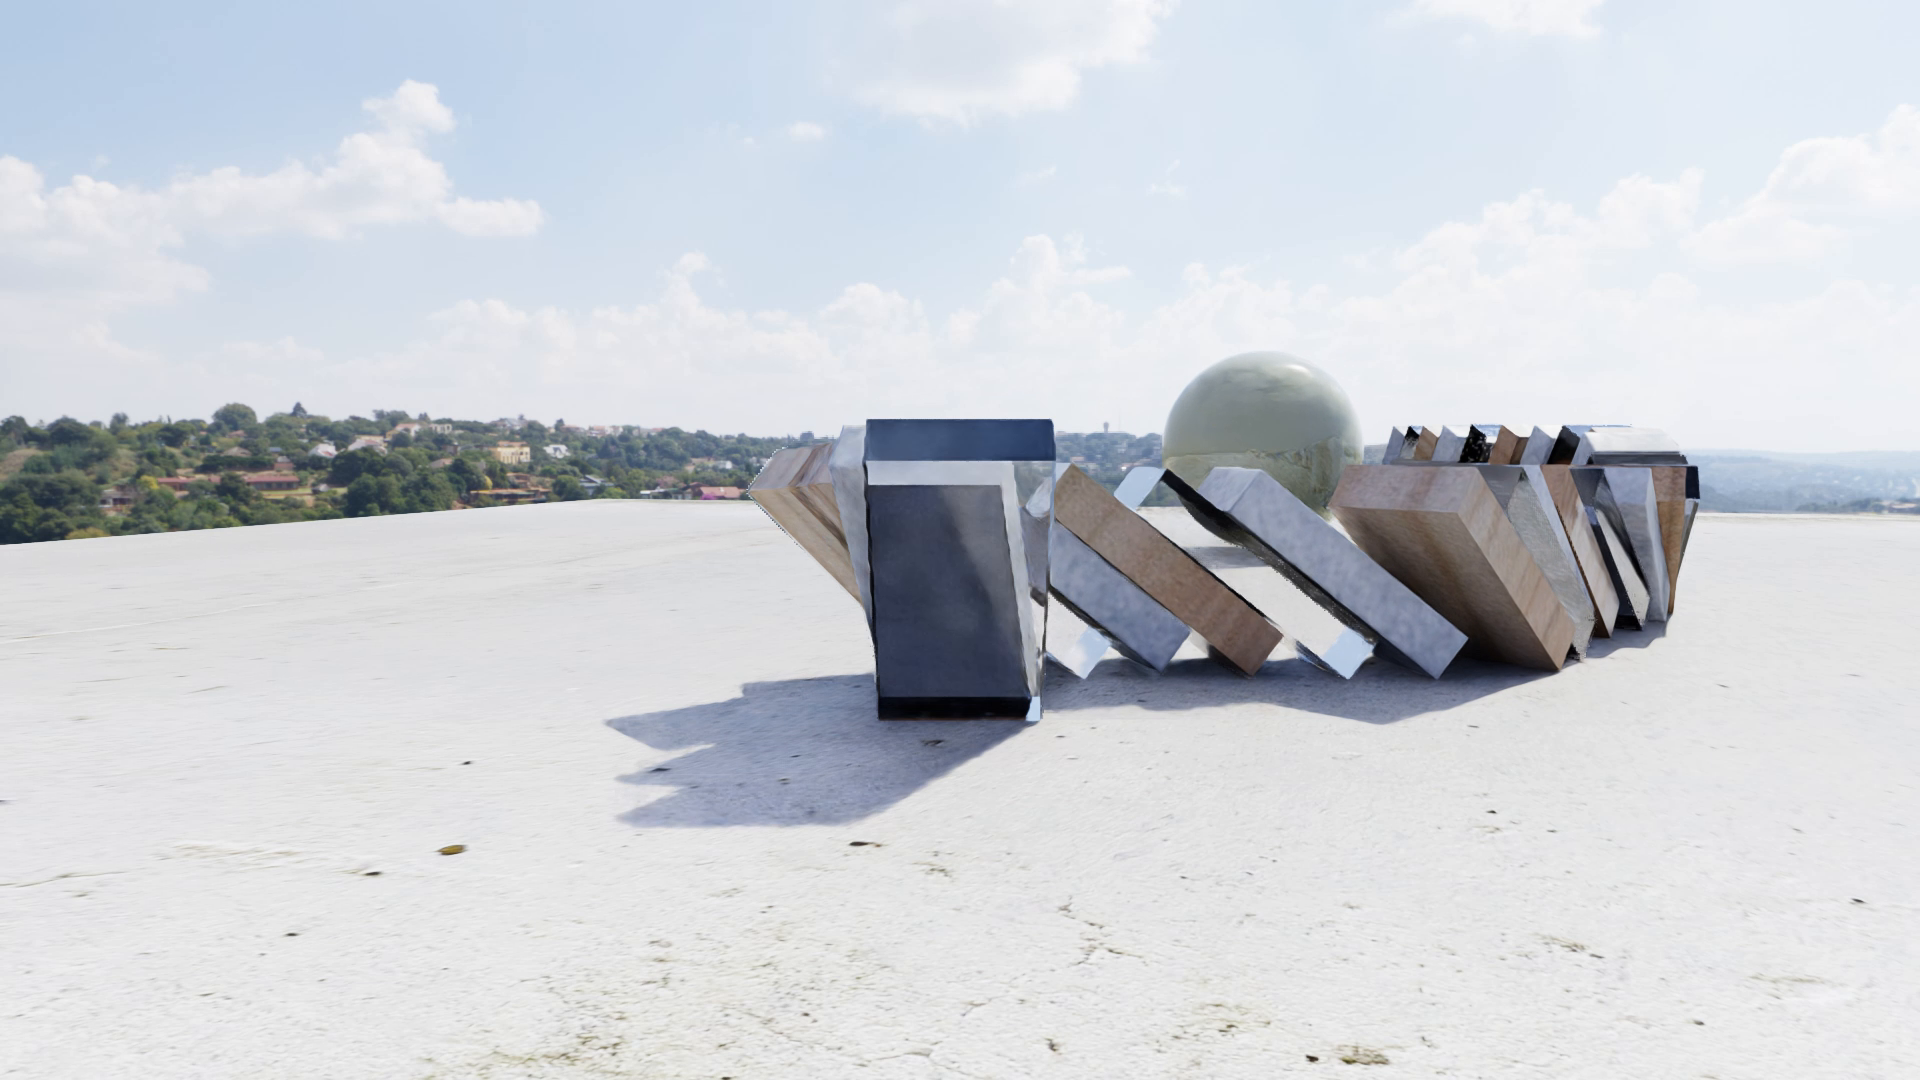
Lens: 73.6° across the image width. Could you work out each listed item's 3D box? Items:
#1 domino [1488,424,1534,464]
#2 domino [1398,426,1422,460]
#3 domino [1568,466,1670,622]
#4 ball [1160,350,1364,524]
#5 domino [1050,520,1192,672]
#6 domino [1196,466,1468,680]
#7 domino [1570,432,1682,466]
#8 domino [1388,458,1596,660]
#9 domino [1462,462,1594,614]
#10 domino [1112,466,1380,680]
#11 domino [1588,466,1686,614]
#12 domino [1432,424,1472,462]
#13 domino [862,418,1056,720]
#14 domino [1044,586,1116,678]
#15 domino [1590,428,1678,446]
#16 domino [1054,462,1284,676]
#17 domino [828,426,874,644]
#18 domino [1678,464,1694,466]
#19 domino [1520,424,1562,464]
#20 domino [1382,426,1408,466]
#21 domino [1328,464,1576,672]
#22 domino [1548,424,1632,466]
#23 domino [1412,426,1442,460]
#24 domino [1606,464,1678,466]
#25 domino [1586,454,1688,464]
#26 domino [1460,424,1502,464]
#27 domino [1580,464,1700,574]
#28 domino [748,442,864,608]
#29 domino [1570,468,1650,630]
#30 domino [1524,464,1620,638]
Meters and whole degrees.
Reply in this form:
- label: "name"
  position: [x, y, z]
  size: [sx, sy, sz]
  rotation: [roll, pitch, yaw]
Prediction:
- label: "domino"
  position: [0.191, -0.015, 0.439]
  size: [0.025, 0.050, 0.009]
  rotation: [-1, 31, -15]
- label: "domino"
  position: [0.173, -0.018, 0.478]
  size: [0.025, 0.050, 0.009]
  rotation: [-1, 31, -15]
- label: "domino"
  position: [0.148, 0.002, 0.298]
  size: [0.025, 0.009, 0.050]
  rotation: [3, -31, 36]
- label: "ball"
  position: [0.122, -0.036, 0.519]
  size: [0.080, 0.080, 0.080]
  rotation: [0, 4, 0]
- label: "domino"
  position: [0.018, 0.004, 0.240]
  size: [0.050, 0.010, 0.025]
  rotation: [38, -4, -8]
- label: "domino"
  position: [0.068, 0.005, 0.240]
  size: [0.050, 0.009, 0.025]
  rotation: [38, -1, -9]
- label: "domino"
  position: [0.196, -0.010, 0.390]
  size: [0.025, 0.050, 0.009]
  rotation: [0, 41, 0]
- label: "domino"
  position: [0.102, 0.004, 0.248]
  size: [0.025, 0.010, 0.050]
  rotation: [9, -29, 47]
- label: "domino"
  position: [0.111, 0.003, 0.263]
  size: [0.025, 0.009, 0.050]
  rotation: [6, -31, 42]
- label: "domino"
  position: [0.052, 0.005, 0.240]
  size: [0.050, 0.010, 0.025]
  rotation: [38, 0, -7]
- label: "domino"
  position: [0.160, 0.000, 0.311]
  size: [0.025, 0.009, 0.050]
  rotation: [3, -31, 27]
- label: "domino"
  position: [0.178, -0.016, 0.457]
  size: [0.025, 0.050, 0.010]
  rotation: [-1, 31, -15]
- label: "domino"
  position: [0.000, 0.006, 0.185]
  size: [0.025, 0.050, 0.010]
  rotation: [0, 41, 0]
- label: "domino"
  position: [0.004, 0.005, 0.239]
  size: [0.050, 0.009, 0.025]
  rotation: [39, -4, -12]
- label: "domino"
  position: [0.203, -0.012, 0.406]
  size: [0.025, 0.050, 0.010]
  rotation: [-1, 37, -15]
- label: "domino"
  position: [0.035, 0.005, 0.240]
  size: [0.050, 0.009, 0.025]
  rotation: [38, -2, -7]
- label: "domino"
  position: [-0.003, 0.005, 0.201]
  size: [0.025, 0.050, 0.009]
  rotation: [1, 43, 12]
- label: "domino"
  position: [0.184, -0.003, 0.357]
  size: [0.025, 0.009, 0.050]
  rotation: [1, -32, 12]
- label: "domino"
  position: [0.197, -0.014, 0.429]
  size: [0.025, 0.050, 0.009]
  rotation: [-1, 32, -15]
- label: "domino"
  position: [0.171, -0.019, 0.488]
  size: [0.025, 0.050, 0.009]
  rotation: [-1, 31, -15]
- label: "domino"
  position: [0.092, 0.005, 0.238]
  size: [0.025, 0.010, 0.050]
  rotation: [6, -31, 50]
- label: "domino"
  position: [0.201, -0.013, 0.419]
  size: [0.025, 0.050, 0.010]
  rotation: [-1, 32, -14]
- label: "domino"
  position: [0.175, -0.017, 0.468]
  size: [0.025, 0.050, 0.010]
  rotation: [-1, 31, -15]
- label: "domino"
  position: [0.177, -0.002, 0.341]
  size: [0.025, 0.009, 0.050]
  rotation: [1, -32, 18]
- label: "domino"
  position: [0.190, -0.005, 0.373]
  size: [0.025, 0.010, 0.050]
  rotation: [1, -36, 5]
- label: "domino"
  position: [0.184, -0.016, 0.448]
  size: [0.025, 0.050, 0.010]
  rotation: [-1, 31, -15]
- label: "domino"
  position: [0.169, -0.001, 0.325]
  size: [0.025, 0.009, 0.050]
  rotation: [2, -32, 22]
- label: "domino"
  position: [-0.011, 0.004, 0.222]
  size: [0.025, 0.009, 0.050]
  rotation: [-3, -43, 49]
- label: "domino"
  position: [0.135, 0.002, 0.287]
  size: [0.025, 0.009, 0.050]
  rotation: [4, -31, 42]
- label: "domino"
  position: [0.122, 0.003, 0.275]
  size: [0.025, 0.010, 0.050]
  rotation: [4, -32, 42]
